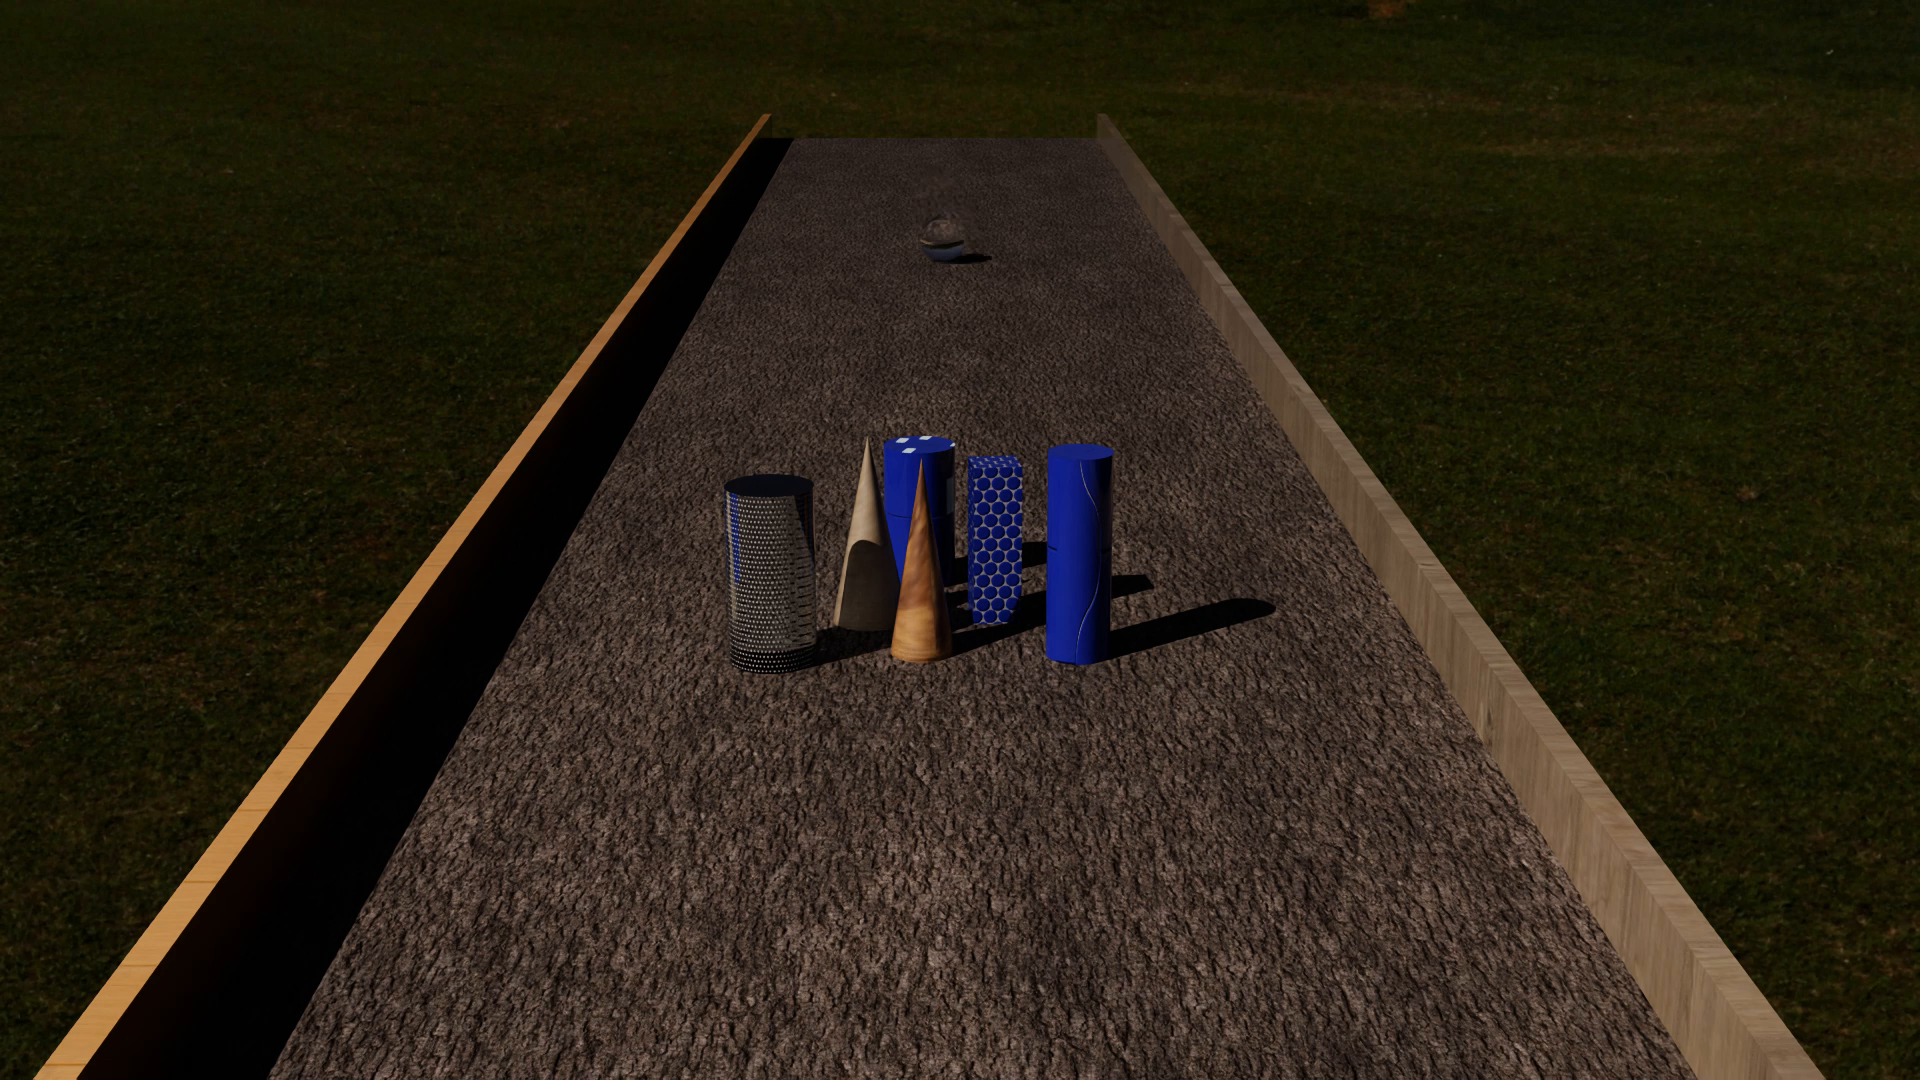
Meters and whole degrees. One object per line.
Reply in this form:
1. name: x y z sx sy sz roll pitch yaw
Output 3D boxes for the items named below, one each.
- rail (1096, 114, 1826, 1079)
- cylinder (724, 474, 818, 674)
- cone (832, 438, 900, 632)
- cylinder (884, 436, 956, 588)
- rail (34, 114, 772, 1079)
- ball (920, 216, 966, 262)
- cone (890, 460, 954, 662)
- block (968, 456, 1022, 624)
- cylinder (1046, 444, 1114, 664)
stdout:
1. rail: 0.932 -0.844 7.801 0.050 0.150 12.000 0 17 -1
2. cylinder: -0.375 0.066 4.371 0.177 0.361 0.177 0 17 0
3. cone: -0.190 -0.026 4.607 0.160 0.402 0.160 0 17 0
4. cylinder: -0.089 -0.061 4.882 0.158 0.312 0.158 0 17 0
5. rail: -1.118 -0.838 7.780 0.050 0.150 12.000 0 17 -1
6. ball: -0.071 -1.241 9.066 0.190 0.190 0.190 0 17 0
7. cone: -0.076 0.031 4.407 0.132 0.408 0.132 0 17 0
8. block: 0.073 0.000 4.634 0.101 0.339 0.101 -2 17 -7
9. cylinder: 0.238 0.028 4.391 0.130 0.422 0.130 0 17 0
